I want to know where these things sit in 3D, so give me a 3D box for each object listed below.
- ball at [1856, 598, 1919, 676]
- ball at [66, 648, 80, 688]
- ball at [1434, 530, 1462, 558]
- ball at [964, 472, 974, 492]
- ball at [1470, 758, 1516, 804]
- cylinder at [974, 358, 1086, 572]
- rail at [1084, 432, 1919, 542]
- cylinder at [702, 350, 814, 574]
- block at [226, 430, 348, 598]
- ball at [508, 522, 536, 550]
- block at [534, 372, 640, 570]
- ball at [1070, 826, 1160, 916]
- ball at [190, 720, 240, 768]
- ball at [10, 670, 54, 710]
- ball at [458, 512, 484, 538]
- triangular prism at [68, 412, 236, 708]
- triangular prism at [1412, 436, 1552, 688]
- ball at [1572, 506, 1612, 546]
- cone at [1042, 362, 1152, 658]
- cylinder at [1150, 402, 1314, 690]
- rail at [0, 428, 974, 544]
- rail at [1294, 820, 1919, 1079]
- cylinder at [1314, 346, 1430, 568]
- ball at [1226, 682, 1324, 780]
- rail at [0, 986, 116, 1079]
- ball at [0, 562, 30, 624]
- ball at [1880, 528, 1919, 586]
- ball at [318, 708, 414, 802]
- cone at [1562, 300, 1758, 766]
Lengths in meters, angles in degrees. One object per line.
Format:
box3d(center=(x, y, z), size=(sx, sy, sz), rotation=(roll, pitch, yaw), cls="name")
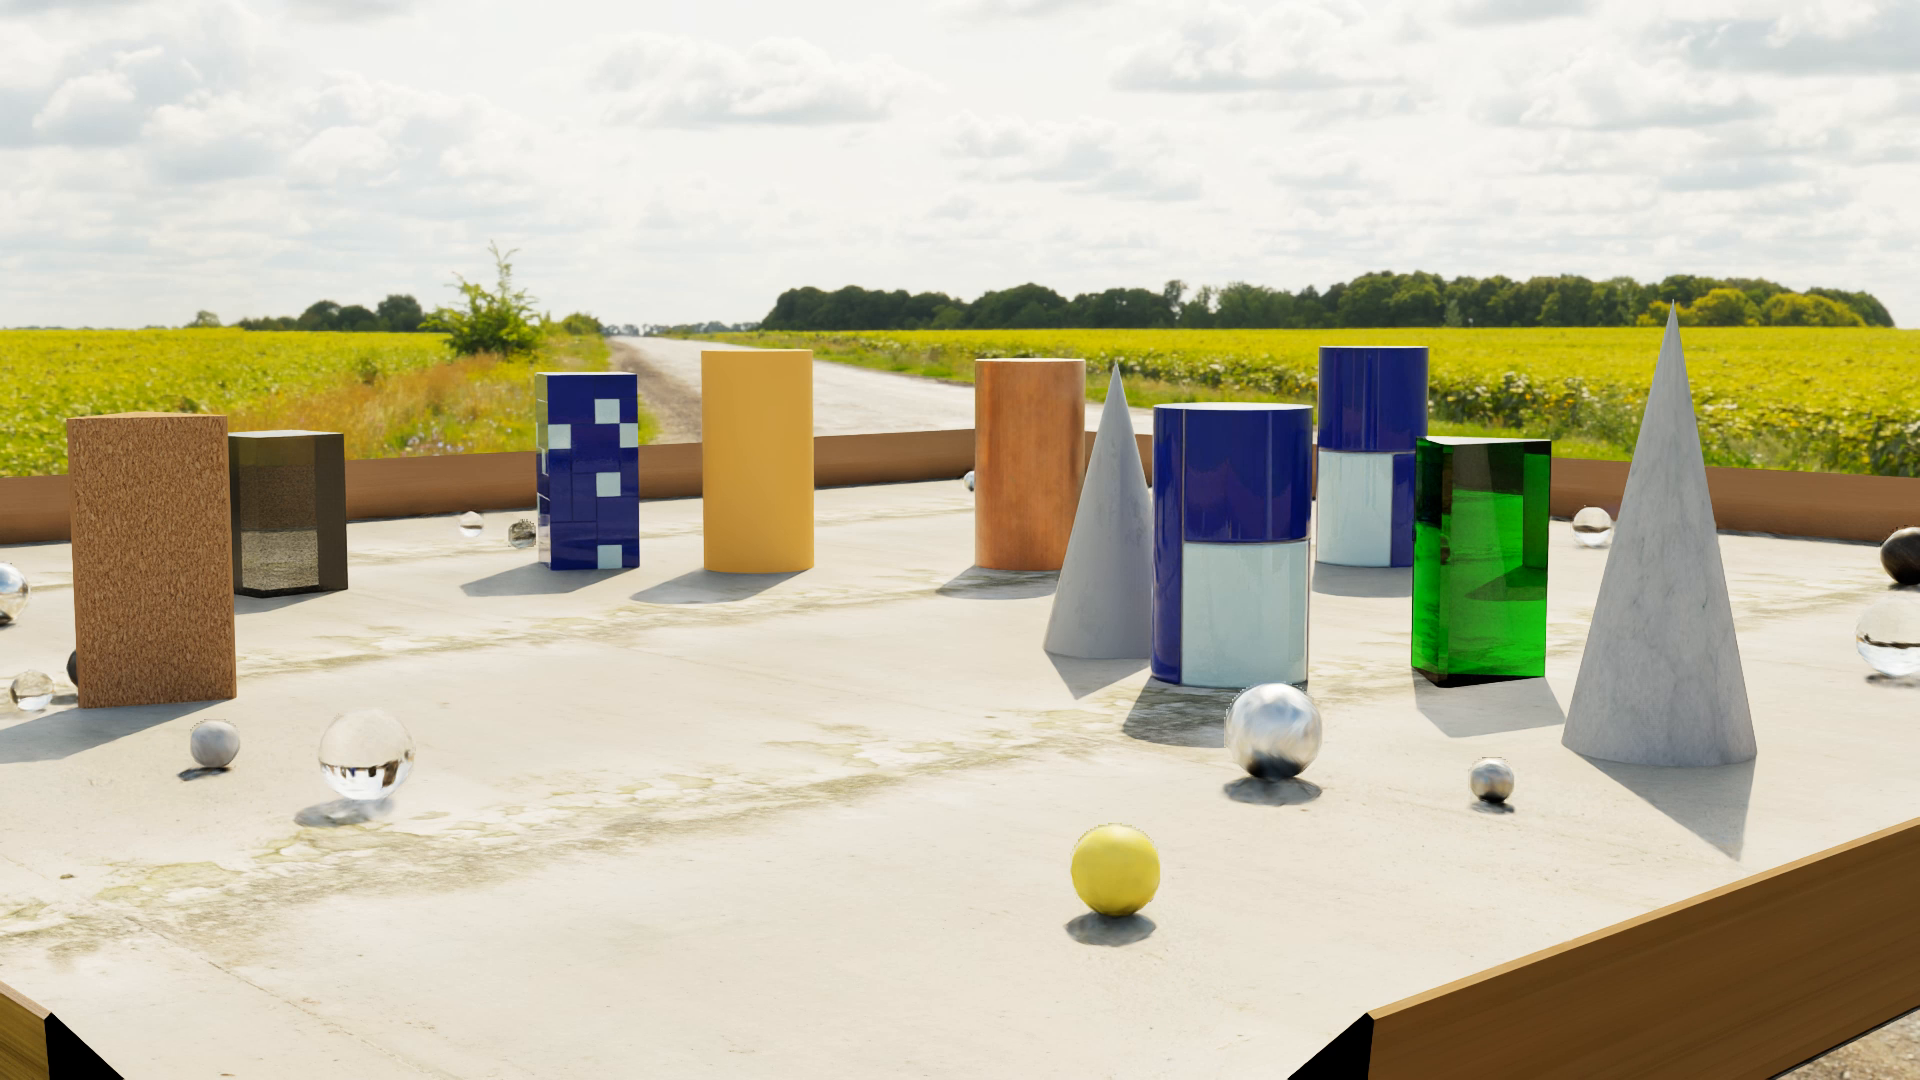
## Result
box3d(center=(1.138, 0.117, 2.670), size=(0.096, 0.096, 0.096), rotation=(0, 6, 0), cls="ball")
box3d(center=(-1.003, 0.147, 2.547), size=(0.058, 0.058, 0.058), rotation=(0, 6, 0), cls="ball")
box3d(center=(0.871, 0.009, 3.922), size=(0.050, 0.050, 0.050), rotation=(0, 6, 0), cls="ball")
box3d(center=(0.033, -0.143, 5.357), size=(0.050, 0.050, 0.050), rotation=(0, 6, 0), cls="ball")
box3d(center=(0.480, 0.218, 1.985), size=(0.040, 0.040, 0.040), rotation=(0, 6, 0), cls="ball")
box3d(center=(0.121, -0.134, 3.816), size=(0.191, 0.356, 0.191), rotation=(0, 6, 0), cls="cylinder")
box3d(center=(1.373, -0.100, 4.592), size=(0.045, 0.124, 3.693), rotation=(-6, 8, -42), cls="rail")
box3d(center=(-0.347, -0.139, 3.784), size=(0.191, 0.373, 0.191), rotation=(0, 6, 0), cls="cylinder")
box3d(center=(-1.081, -0.044, 3.479), size=(0.153, 0.248, 0.153), rotation=(5, 8, 42), cls="block")
box3d(center=(-0.813, -0.009, 4.078), size=(0.052, 0.052, 0.052), rotation=(0, 6, 0), cls="ball")
box3d(center=(-0.649, -0.123, 3.824), size=(0.153, 0.332, 0.153), rotation=(-2, 6, -19), cls="block")
box3d(center=(0.114, 0.243, 1.616), size=(0.066, 0.066, 0.066), rotation=(0, 6, 0), cls="ball")
box3d(center=(-0.723, 0.199, 2.134), size=(0.047, 0.047, 0.047), rotation=(0, 6, 0), cls="ball")
box3d(center=(-1.029, 0.167, 2.440), size=(0.045, 0.045, 0.045), rotation=(0, 6, 0), cls="ball")
box3d(center=(-0.951, -0.030, 4.281), size=(0.050, 0.050, 0.050), rotation=(0, 6, 0), cls="ball")
box3d(center=(-0.934, 0.017, 2.536), size=(0.166, 0.324, 0.143), rotation=(-3, 7, -23), cls="triangular prism")
box3d(center=(0.603, 0.021, 2.675), size=(0.166, 0.287, 0.143), rotation=(-3, 7, -30), cls="triangular prism")
box3d(center=(1.191, -0.026, 4.143), size=(0.072, 0.072, 0.072), rotation=(0, 6, 0), cls="ball")
box3d(center=(0.203, -0.047, 2.880), size=(0.191, 0.379, 0.191), rotation=(0, 6, 0), cls="cone")
box3d(center=(0.327, 0.002, 2.654), size=(0.191, 0.328, 0.191), rotation=(0, 6, 0), cls="cylinder")
box3d(center=(-1.236, -0.108, 4.664), size=(3.784, 0.124, 0.045), rotation=(-6, 8, -42), cls="rail")
box3d(center=(1.236, 0.173, 2.000), size=(3.784, 0.124, 0.045), rotation=(-6, 8, -42), cls="rail")
box3d(center=(0.723, -0.150, 3.861), size=(0.191, 0.378, 0.191), rotation=(0, 6, 0), cls="cylinder")
box3d(center=(0.297, 0.181, 2.080), size=(0.092, 0.092, 0.092), rotation=(0, 6, 0), cls="ball")
box3d(center=(-1.373, 0.165, 2.072), size=(0.045, 0.124, 3.693), rotation=(-6, 8, -42), cls="rail")
box3d(center=(-1.361, 0.075, 3.104), size=(0.089, 0.089, 0.089), rotation=(0, 6, 0), cls="ball")
box3d(center=(1.535, 0.026, 3.547), size=(0.093, 0.093, 0.093), rotation=(0, 6, 0), cls="ball")
box3d(center=(-0.537, 0.195, 1.992), size=(0.084, 0.084, 0.084), rotation=(0, 6, 0), cls="ball")
box3d(center=(0.711, -0.015, 2.217), size=(0.191, 0.454, 0.191), rotation=(0, 6, 0), cls="cone")
